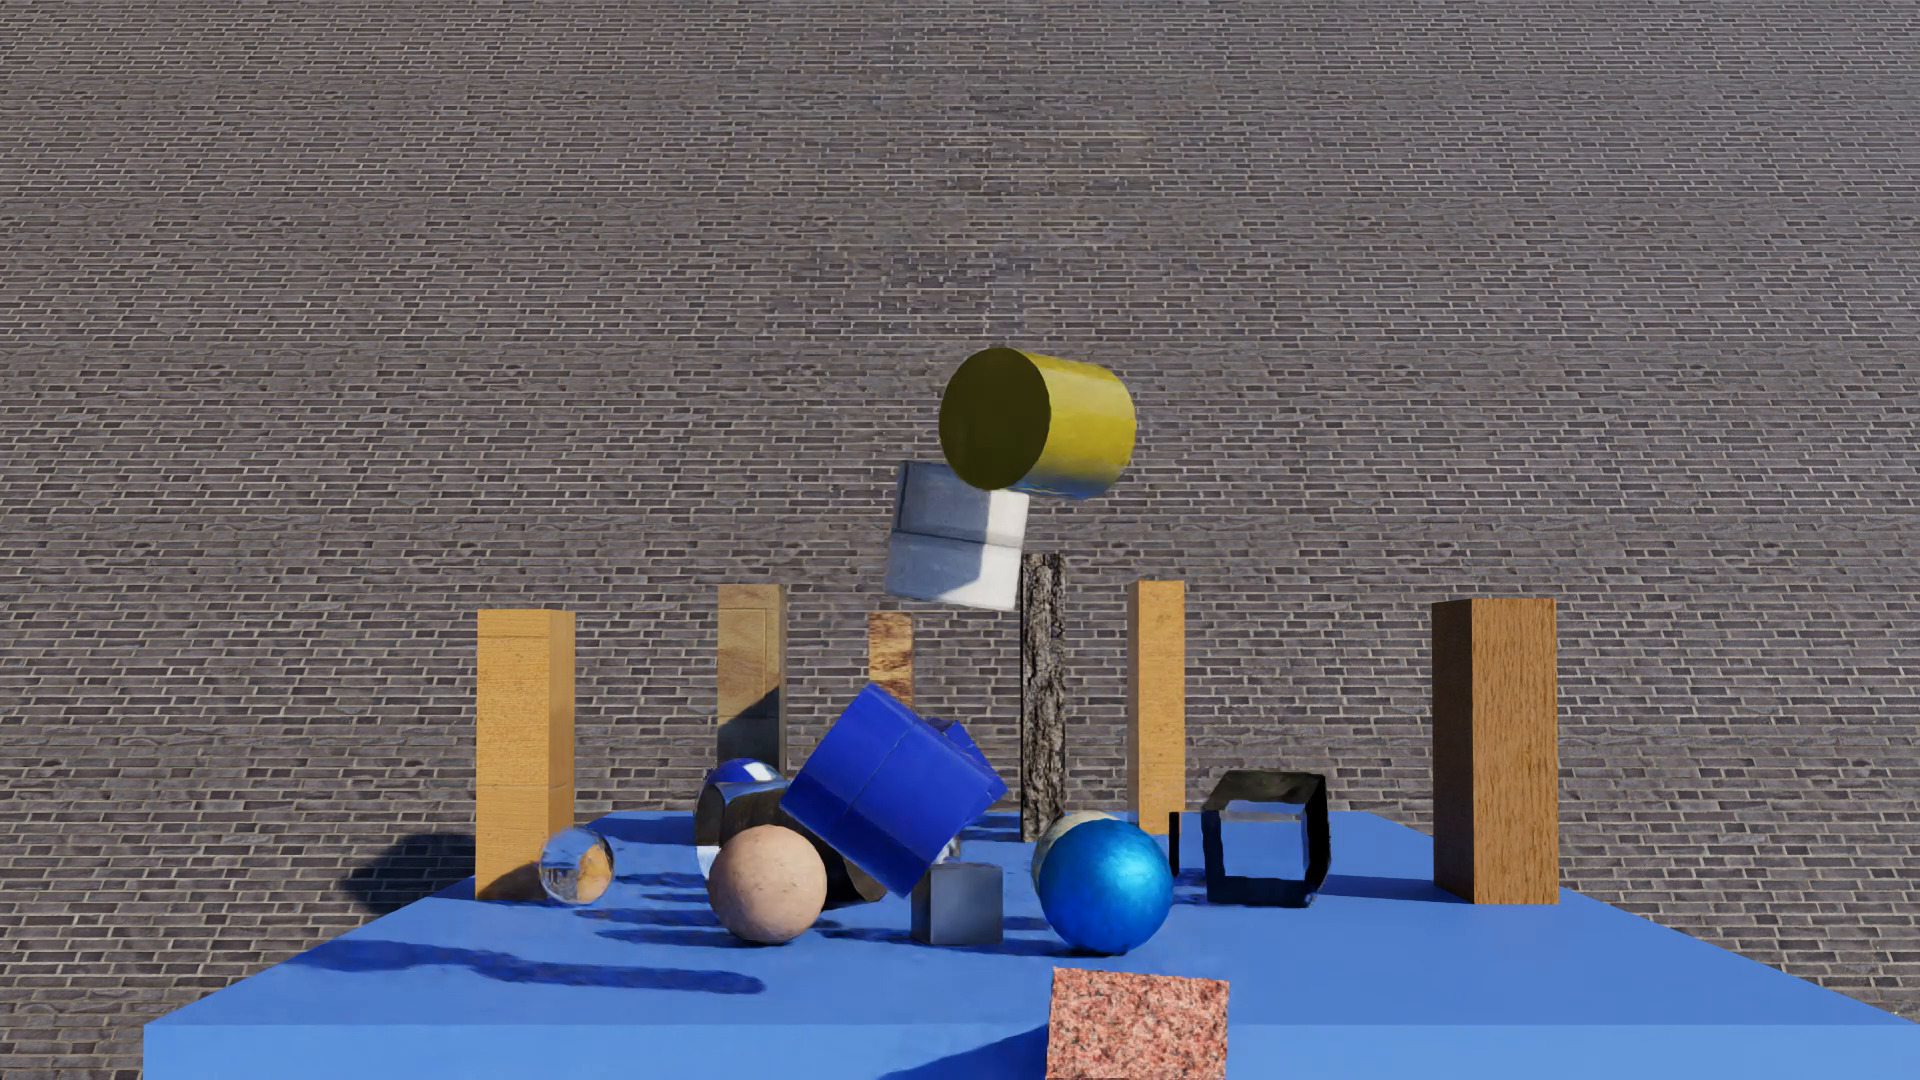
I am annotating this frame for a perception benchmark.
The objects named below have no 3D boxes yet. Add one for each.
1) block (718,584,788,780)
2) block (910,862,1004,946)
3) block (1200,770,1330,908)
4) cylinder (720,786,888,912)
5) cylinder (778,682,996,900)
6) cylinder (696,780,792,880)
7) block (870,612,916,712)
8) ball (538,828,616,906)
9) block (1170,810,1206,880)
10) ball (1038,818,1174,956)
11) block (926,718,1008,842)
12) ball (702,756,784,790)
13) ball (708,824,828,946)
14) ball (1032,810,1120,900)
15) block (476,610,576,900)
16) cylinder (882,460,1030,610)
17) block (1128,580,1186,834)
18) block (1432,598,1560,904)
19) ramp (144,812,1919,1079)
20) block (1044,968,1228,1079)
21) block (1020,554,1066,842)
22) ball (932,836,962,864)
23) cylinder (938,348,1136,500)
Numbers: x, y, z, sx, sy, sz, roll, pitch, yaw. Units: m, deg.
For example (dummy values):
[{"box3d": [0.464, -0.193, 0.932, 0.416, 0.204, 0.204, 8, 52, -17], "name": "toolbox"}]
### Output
[{"box3d": [-0.490, 0.399, 6.161, 0.142, 0.579, 0.283, 0, -3, 0], "name": "block"}, {"box3d": [-0.005, 0.529, 3.782, 0.109, 0.109, 0.109, 1, -3, -16], "name": "block"}, {"box3d": [0.511, 0.496, 4.332, 0.168, 0.168, 0.168, 1, 19, 22], "name": "block"}, {"box3d": [-0.234, 0.473, 3.986, 0.197, 0.197, 0.197, -12, 33, 20], "name": "cylinder"}, {"box3d": [-0.086, 0.300, 3.109, 0.187, 0.187, 0.187, 37, 44, 3], "name": "cylinder"}, {"box3d": [-0.360, 0.527, 4.699, 0.184, 0.184, 0.184, 0, 34, -26], "name": "cylinder"}, {"box3d": [-0.147, 0.414, 5.712, 0.088, 0.508, 0.438, 0, -3, 0], "name": "block"}, {"box3d": [-0.636, 0.543, 4.318, 0.128, 0.128, 0.128, 0, 37, 0], "name": "ball"}, {"box3d": [0.466, 0.571, 4.889, 0.122, 0.122, 0.122, -1, -3, 17], "name": "block"}, {"box3d": [0.203, 0.482, 3.618, 0.188, 0.188, 0.188, 0, 37, 0], "name": "ball"}, {"box3d": [-0.042, 0.419, 4.512, 0.152, 0.152, 0.152, -39, 10, -17], "name": "block"}, {"box3d": [-0.471, 0.572, 5.704, 0.193, 0.193, 0.193, 0, 37, 0], "name": "ball"}, {"box3d": [-0.276, 0.496, 3.738, 0.172, 0.172, 0.172, 0, 37, 0], "name": "ball"}, {"box3d": [0.198, 0.502, 3.959, 0.179, 0.179, 0.179, 0, 37, 0], "name": "ball"}, {"box3d": [-0.759, 0.371, 4.561, 0.123, 0.493, 0.294, 0, -3, 0], "name": "block"}, {"box3d": [-0.003, -0.006, 3.085, 0.158, 0.158, 0.158, 8, 0, 0], "name": "cylinder"}, {"box3d": [0.467, 0.397, 6.229, 0.107, 0.588, 0.397, 0, -3, 0], "name": "block"}, {"box3d": [0.929, 0.361, 4.537, 0.142, 0.510, 0.372, 0, -3, 0], "name": "block"}, {"box3d": [0.081, 0.684, 4.924, 2.000, 0.100, 4.000, 0, -3, 0], "name": "ramp"}, {"box3d": [0.184, 0.587, 2.797, 0.186, 0.186, 0.186, 4, 60, 2], "name": "block"}, {"box3d": [0.187, 0.356, 5.909, 0.094, 0.641, 0.253, 0, -3, 0], "name": "block"}, {"box3d": [-0.057, 0.560, 4.627, 0.122, 0.122, 0.122, 0, 37, 0], "name": "ball"}, {"box3d": [0.086, -0.127, 2.877, 0.156, 0.156, 0.156, 34, 18, 36], "name": "cylinder"}]
